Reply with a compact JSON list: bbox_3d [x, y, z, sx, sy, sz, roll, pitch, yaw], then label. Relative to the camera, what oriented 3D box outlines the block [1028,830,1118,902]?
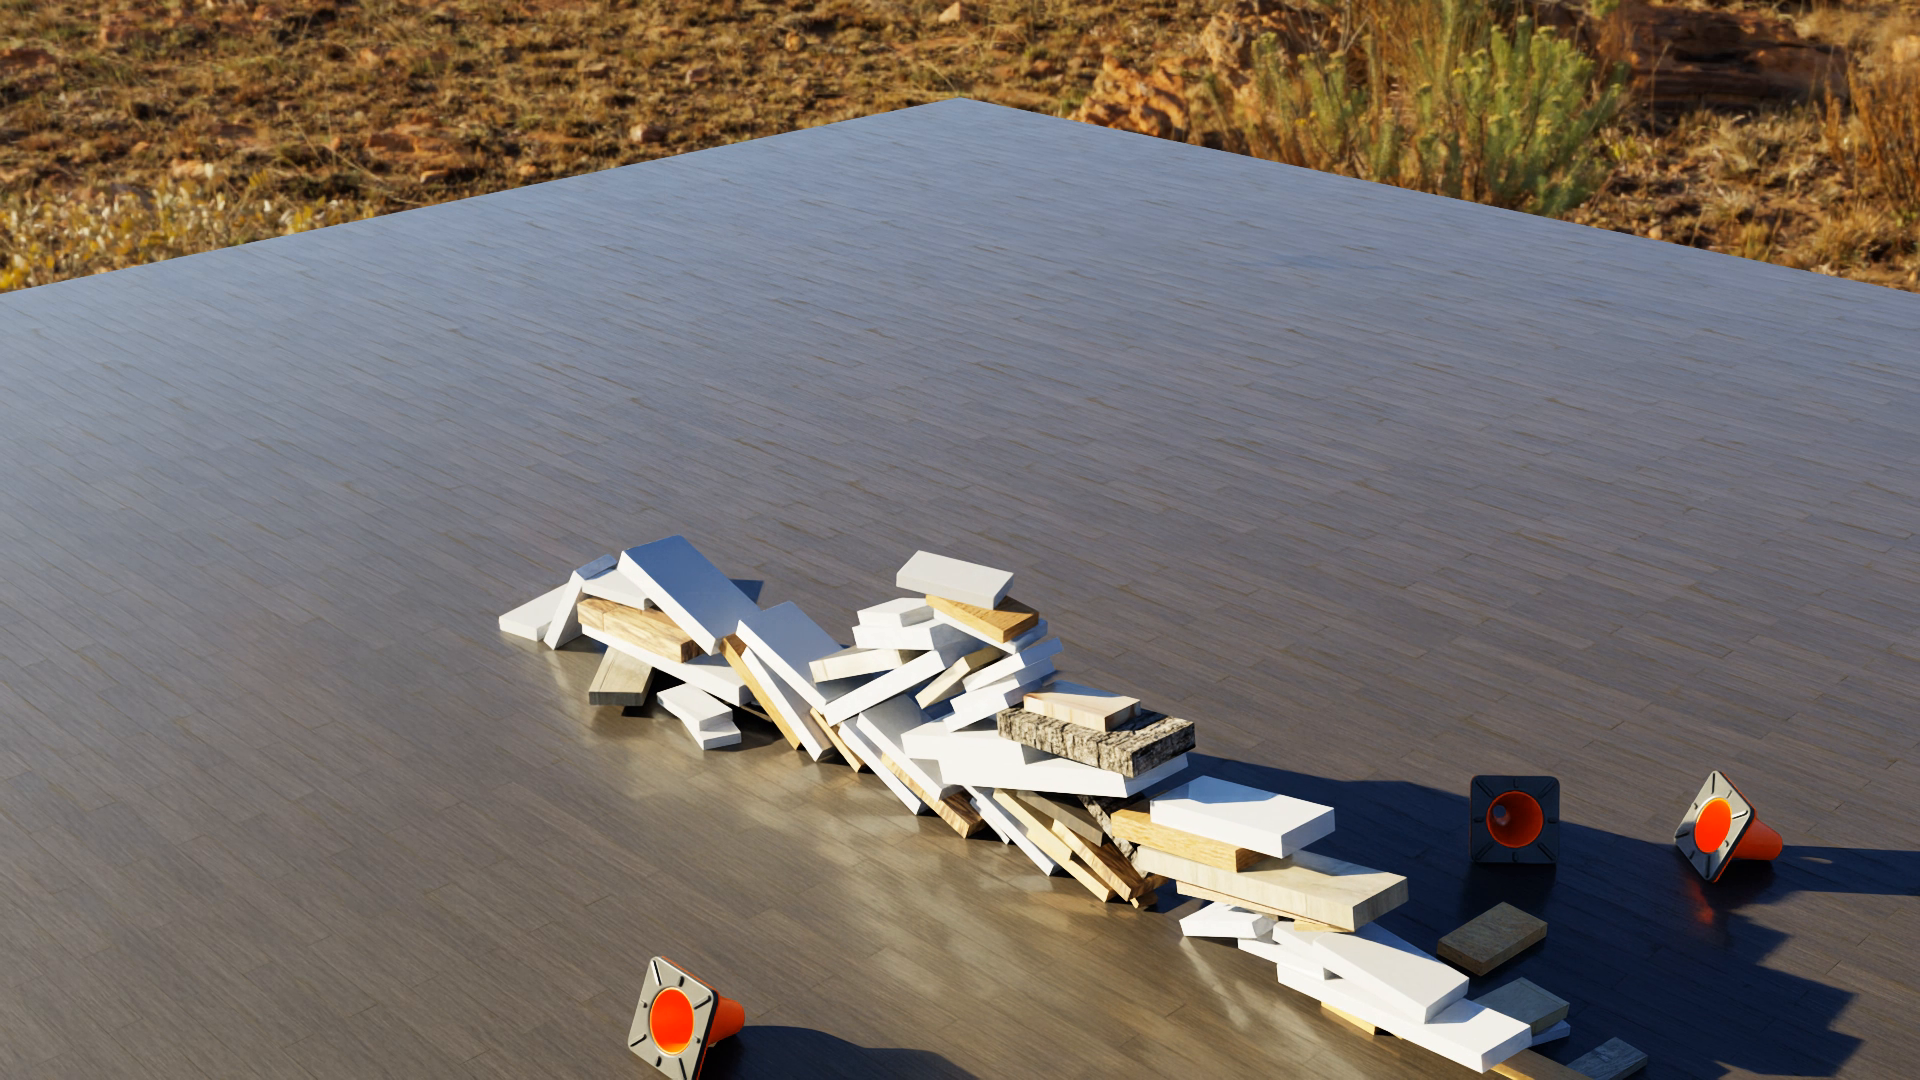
[{"bbox_3d":[0.241,0.602,4.229,0.105,0.030,0.211,-22,47,-41],"label":"block"}]

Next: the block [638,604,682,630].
[{"bbox_3d":[-0.630,0.163,4.954,0.183,0.026,0.091,18,28,35],"label":"block"}]

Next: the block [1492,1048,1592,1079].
[{"bbox_3d":[0.928,0.869,3.646,0.504,0.019,0.067,21,30,33],"label":"block"}]

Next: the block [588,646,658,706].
[{"bbox_3d":[-0.739,0.202,5.180,0.118,0.033,0.753,1,23,3],"label":"block"}]

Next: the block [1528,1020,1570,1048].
[{"bbox_3d":[0.968,0.837,3.763,0.133,0.019,0.067,-10,25,-21],"label":"block"}]

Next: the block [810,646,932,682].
[{"bbox_3d":[-0.160,0.236,4.550,0.153,0.043,0.305,-19,4,-40],"label":"block"}]

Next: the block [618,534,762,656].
[{"bbox_3d":[-0.593,0.119,4.914,0.167,0.047,0.334,-19,49,-44],"label":"block"}]

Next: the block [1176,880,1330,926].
[{"bbox_3d":[0.546,0.625,3.903,0.098,0.028,0.347,-17,14,-40],"label":"block"}]

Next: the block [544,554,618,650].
[{"bbox_3d":[-0.886,0.144,5.135,0.033,0.236,0.118,40,37,14],"label":"block"}]

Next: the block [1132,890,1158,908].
[{"bbox_3d":[0.330,0.650,4.157,0.049,0.014,0.097,-8,47,-32],"label":"block"}]

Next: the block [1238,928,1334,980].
[{"bbox_3d":[0.601,0.719,3.895,0.102,0.029,0.203,-20,20,-35],"label":"block"}]

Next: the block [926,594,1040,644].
[{"bbox_3d":[0.042,0.130,4.211,0.202,0.029,0.101,26,38,36],"label":"block"}]

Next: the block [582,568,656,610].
[{"bbox_3d":[-0.760,0.111,5.008,0.183,0.026,0.091,14,26,30],"label":"block"}]

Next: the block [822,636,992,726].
[{"bbox_3d":[-0.103,0.279,4.458,0.153,0.043,0.444,-19,-7,-39],"label":"block"}]

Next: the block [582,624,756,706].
[{"bbox_3d":[-0.620,0.243,4.981,0.535,0.047,0.167,20,30,38],"label":"block"}]

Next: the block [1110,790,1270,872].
[{"bbox_3d":[0.434,0.525,3.984,0.149,0.042,0.299,-17,18,-40],"label":"block"}]

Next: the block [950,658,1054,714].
[{"bbox_3d":[0.082,0.282,4.261,0.101,0.029,0.202,-20,-6,-42],"label":"block"}]

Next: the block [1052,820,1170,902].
[{"bbox_3d":[0.287,0.586,4.161,0.108,0.031,0.217,-17,44,-37],"label":"block"}]

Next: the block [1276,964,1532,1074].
[{"bbox_3d":[0.742,0.783,3.717,0.118,0.034,0.469,-19,19,-32],"label":"block"}]

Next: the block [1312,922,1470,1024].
[{"bbox_3d":[0.725,0.721,3.711,0.118,0.034,0.237,-22,35,-37],"label":"block"}]

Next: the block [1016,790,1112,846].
[{"bbox_3d":[0.225,0.505,4.199,0.217,0.031,0.108,27,34,37],"label":"block"}]

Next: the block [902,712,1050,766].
[{"bbox_3d":[0.063,0.384,4.329,0.171,0.049,0.343,-20,12,-41],"label":"block"}]

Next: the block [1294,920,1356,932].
[{"bbox_3d":[0.633,0.657,3.790,0.105,0.014,0.049,-4,16,24],"label":"block"}]

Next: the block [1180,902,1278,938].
[{"bbox_3d":[0.503,0.686,3.989,0.102,0.029,0.203,-20,4,-33],"label":"block"}]

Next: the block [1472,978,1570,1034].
[{"bbox_3d":[0.940,0.805,3.745,0.196,0.028,0.098,-11,27,-41],"label":"block"}]

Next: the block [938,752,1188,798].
[{"bbox_3d":[0.190,0.426,4.204,0.171,0.049,0.499,-20,12,-41],"label":"block"}]

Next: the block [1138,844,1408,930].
[{"bbox_3d":[0.543,0.586,3.872,0.149,0.042,0.489,-17,17,-39],"label":"block"}]

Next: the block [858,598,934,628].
[{"bbox_3d":[-0.118,0.146,4.419,0.101,0.029,0.202,-17,7,-25],"label":"block"}]

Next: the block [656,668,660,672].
[{"bbox_3d":[-0.723,0.255,5.128,0.085,0.024,0.171,-20,30,-38],"label":"block"}]

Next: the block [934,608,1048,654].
[{"bbox_3d":[0.059,0.153,4.228,0.200,0.028,0.100,23,36,33],"label":"block"}]

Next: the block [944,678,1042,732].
[{"bbox_3d":[0.066,0.322,4.279,0.100,0.028,0.201,-20,-6,-40],"label":"block"}]

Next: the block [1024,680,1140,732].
[{"bbox_3d":[0.228,0.309,4.117,0.203,0.029,0.101,12,24,44],"label":"block"}]

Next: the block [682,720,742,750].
[{"bbox_3d":[-0.545,0.401,4.785,0.086,0.024,0.171,-10,25,-22],"label":"block"}]

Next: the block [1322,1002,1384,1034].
[{"bbox_3d":[0.692,0.815,3.818,0.058,0.016,0.115,-19,29,-37],"label":"block"}]
